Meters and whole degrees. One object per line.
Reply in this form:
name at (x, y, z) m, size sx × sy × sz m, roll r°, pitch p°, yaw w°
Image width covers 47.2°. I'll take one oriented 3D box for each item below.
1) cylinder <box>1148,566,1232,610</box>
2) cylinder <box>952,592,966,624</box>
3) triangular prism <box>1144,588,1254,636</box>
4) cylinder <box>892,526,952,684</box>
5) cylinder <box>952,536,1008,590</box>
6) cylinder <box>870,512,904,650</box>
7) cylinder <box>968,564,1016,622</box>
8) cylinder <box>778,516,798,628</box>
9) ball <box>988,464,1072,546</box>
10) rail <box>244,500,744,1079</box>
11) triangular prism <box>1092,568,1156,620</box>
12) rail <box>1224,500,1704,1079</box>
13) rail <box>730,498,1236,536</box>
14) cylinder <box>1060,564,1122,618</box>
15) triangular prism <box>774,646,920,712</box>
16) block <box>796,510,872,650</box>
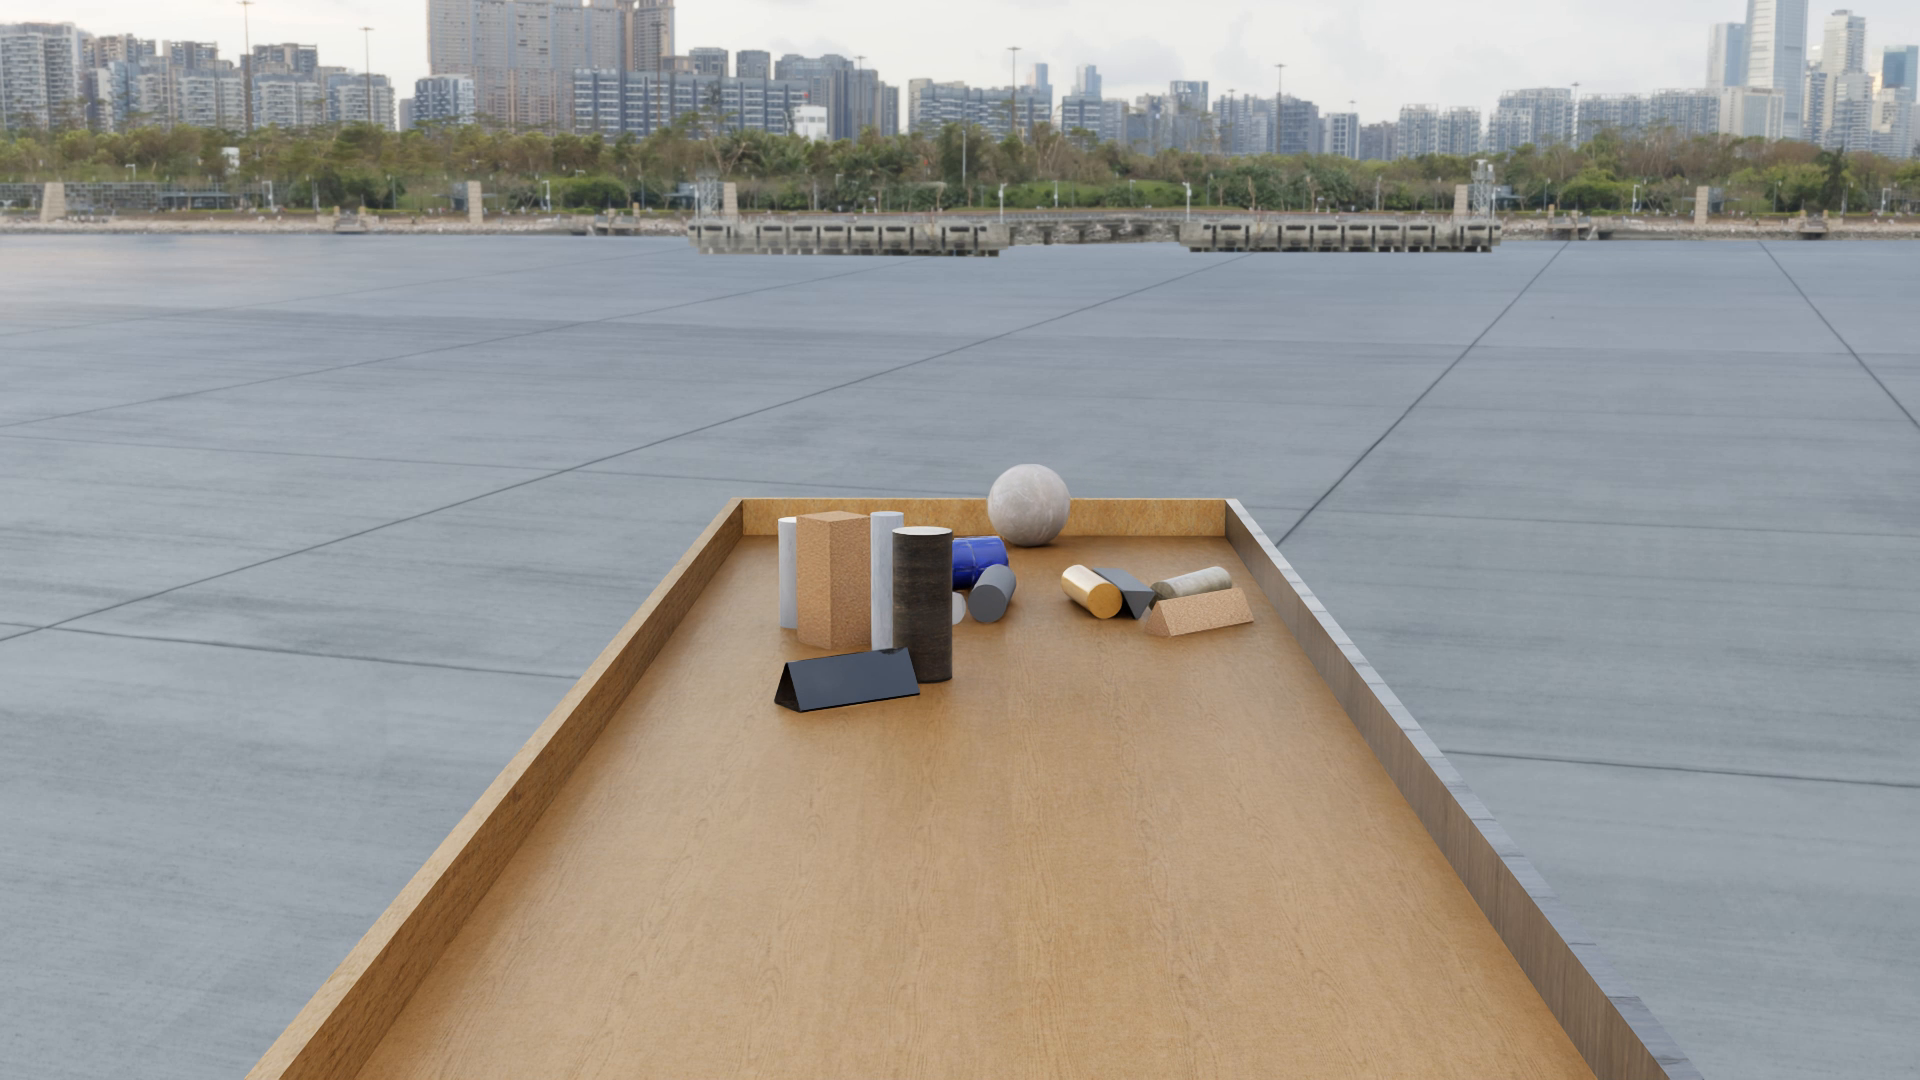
cylinder at (0.788, 0.175, 7.532) m, size 0.118 × 0.118 × 0.372 m, roll 7°, pitch 11°, yaw 36°
cylinder at (-0.140, 0.206, 7.368) m, size 0.106 × 0.106 × 0.349 m, roll -9°, pitch 13°, yaw -44°
triangular prism at (0.784, 0.230, 7.198) m, size 0.394 × 0.107 × 0.124 m, roll -8°, pitch 12°, yaw -40°
cylinder at (-0.109, 0.188, 6.429) m, size 0.175 × 0.434 × 0.175 m, roll 0°, pitch 8°, yaw 0°
cylinder at (-0.037, 0.089, 7.881) m, size 0.381 × 0.177 × 0.177 m, roll -4°, pitch 10°, yaw -26°
cylinder at (-0.221, 0.140, 6.707) m, size 0.100 × 0.445 × 0.100 m, roll 0°, pitch 9°, yaw 0°
cylinder at (0.111, 0.179, 7.468) m, size 0.129 × 0.129 × 0.399 m, roll 1°, pitch 9°, yaw 6°
cylinder at (-0.533, 0.107, 7.214) m, size 0.122 × 0.351 × 0.122 m, roll 0°, pitch 9°, yaw 0°
ball at (0.279, -0.141, 8.836) m, size 0.333 × 0.333 × 0.333 m, roll 0°, pitch 9°, yaw 0°
rail at (-1.004, 0.839, 3.234) m, size 0.050 × 0.150 × 12.000 m, roll 0°, pitch 9°, yaw 1°
triangular prism at (0.543, 0.160, 7.533) m, size 0.096 × 0.111 × 0.456 m, roll 33°, pitch 2°, yaw -13°
rail at (1.046, 0.843, 3.208) m, size 0.050 × 0.150 × 12.000 m, roll 0°, pitch 9°, yaw 1°
rail at (0.099, -0.098, 9.147) m, size 2.100 × 0.150 × 0.050 m, roll 0°, pitch 9°, yaw 1°
cylinder at (0.448, 0.175, 7.522) m, size 0.120 × 0.120 × 0.372 m, roll -2°, pitch 9°, yaw -11°
triangular prism at (-0.316, 0.382, 6.175) m, size 0.390 × 0.126 × 0.146 m, roll -6°, pitch 11°, yaw -33°
block at (-0.395, 0.124, 6.935) m, size 0.171 × 0.404 × 0.171 m, roll -8°, pitch 12°, yaw -41°
